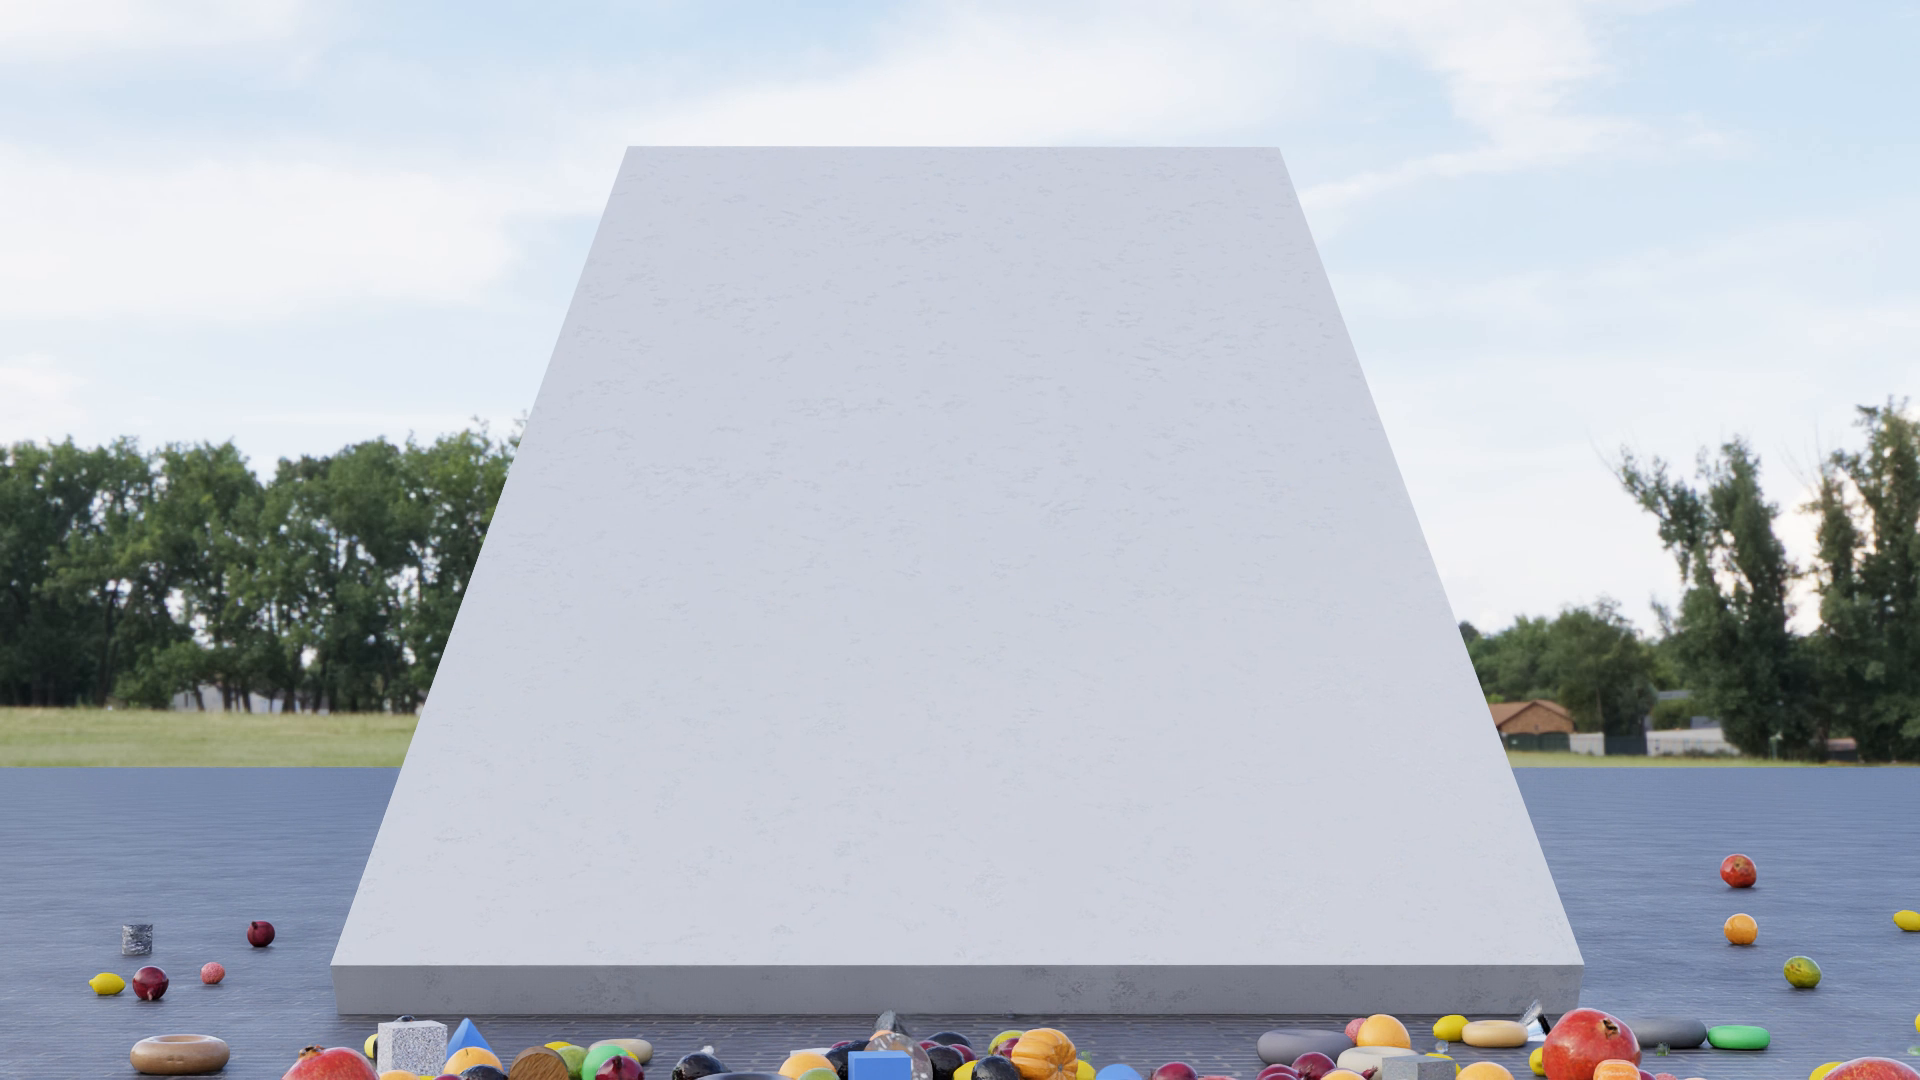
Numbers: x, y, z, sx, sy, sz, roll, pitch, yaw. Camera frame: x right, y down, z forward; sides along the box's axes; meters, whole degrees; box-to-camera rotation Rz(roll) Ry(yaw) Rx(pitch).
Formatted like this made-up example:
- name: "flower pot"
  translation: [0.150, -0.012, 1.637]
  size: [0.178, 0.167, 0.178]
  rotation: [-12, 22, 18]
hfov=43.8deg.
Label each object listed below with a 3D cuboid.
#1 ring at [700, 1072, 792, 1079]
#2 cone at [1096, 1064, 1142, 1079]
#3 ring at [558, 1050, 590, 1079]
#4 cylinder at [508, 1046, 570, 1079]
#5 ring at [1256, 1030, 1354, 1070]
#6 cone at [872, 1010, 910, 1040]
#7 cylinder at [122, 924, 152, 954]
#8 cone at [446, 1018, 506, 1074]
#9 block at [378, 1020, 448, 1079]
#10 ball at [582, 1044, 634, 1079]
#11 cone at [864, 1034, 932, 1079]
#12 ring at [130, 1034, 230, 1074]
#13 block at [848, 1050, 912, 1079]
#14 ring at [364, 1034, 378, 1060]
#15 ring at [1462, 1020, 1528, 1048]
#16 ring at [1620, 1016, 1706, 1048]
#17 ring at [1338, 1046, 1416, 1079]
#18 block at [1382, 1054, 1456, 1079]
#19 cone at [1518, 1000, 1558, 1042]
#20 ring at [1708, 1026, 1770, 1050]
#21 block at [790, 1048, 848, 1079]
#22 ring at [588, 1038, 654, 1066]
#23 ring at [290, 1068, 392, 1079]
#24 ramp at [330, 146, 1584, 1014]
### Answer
- name: "ring"
  translation: [-0.245, 0.637, 2.720]
  size: [0.141, 0.047, 0.141]
  rotation: [0, -4, 0]
- name: "cone"
  translation: [0.182, 0.656, 2.812]
  size: [0.060, 0.060, 0.060]
  rotation: [1, -32, -8]
- name: "ring"
  translation: [-0.504, 0.682, 3.102]
  size: [0.087, 0.029, 0.087]
  rotation: [1, -4, 0]
- name: "cylinder"
  translation: [-0.495, 0.633, 2.804]
  size: [0.070, 0.070, 0.070]
  rotation: [1, -5, -10]
- name: "ring"
  translation: [0.465, 0.684, 3.209]
  size: [0.133, 0.044, 0.133]
  rotation: [1, -6, 0]
- name: "cone"
  translation: [-0.090, 0.717, 3.463]
  size: [0.054, 0.054, 0.054]
  rotation: [32, -18, -22]
- name: "cylinder"
  translation: [-1.752, 0.849, 5.086]
  size: [0.061, 0.061, 0.061]
  rotation: [0, -5, 0]
- name: "cone"
  translation: [-0.631, 0.683, 3.146]
  size: [0.078, 0.078, 0.078]
  rotation: [29, -14, -15]
- name: "block"
  translation: [-0.703, 0.657, 3.064]
  size: [0.070, 0.070, 0.070]
  rotation: [3, -6, -28]
- name: "ball"
  translation: [-0.427, 0.645, 2.899]
  size: [0.063, 0.063, 0.063]
  rotation: [0, -5, 0]
- name: "cone"
  translation: [-0.091, 0.655, 2.884]
  size: [0.091, 0.091, 0.091]
  rotation: [2, -32, -23]
- name: "ring"
  translation: [-1.031, 0.680, 3.157]
  size: [0.127, 0.042, 0.127]
  rotation: [1, -5, 0]
- name: "block"
  translation: [-0.094, 0.634, 2.788]
  size: [0.066, 0.066, 0.066]
  rotation: [1, -5, -9]
- name: "ring"
  translation: [-0.772, 0.698, 3.298]
  size: [0.098, 0.033, 0.098]
  rotation: [-1, -6, 0]
- name: "ring"
  translation: [0.770, 0.711, 3.437]
  size: [0.095, 0.032, 0.095]
  rotation: [-1, -5, 0]
- name: "ring"
  translation: [1.012, 0.707, 3.437]
  size: [0.120, 0.040, 0.120]
  rotation: [0, -7, 0]
- name: "ring"
  translation: [0.540, 0.674, 3.065]
  size: [0.112, 0.037, 0.112]
  rotation: [0, -4, 0]
- name: "block"
  translation: [0.537, 0.637, 2.793]
  size: [0.060, 0.060, 0.060]
  rotation: [3, -6, -32]
- name: "cone"
  translation: [0.827, 0.717, 3.491]
  size: [0.066, 0.066, 0.066]
  rotation: [-28, -9, 7]
- name: "ring"
  translation: [1.111, 0.710, 3.408]
  size: [0.087, 0.029, 0.087]
  rotation: [0, -6, 0]
- name: "block"
  translation: [-0.172, 0.655, 2.937]
  size: [0.052, 0.052, 0.052]
  rotation: [5, -7, -41]
- name: "ring"
  translation: [-0.459, 0.693, 3.228]
  size: [0.089, 0.030, 0.089]
  rotation: [-1, -4, 0]
- name: "ring"
  translation: [-0.727, 0.647, 2.802]
  size: [0.128, 0.043, 0.128]
  rotation: [1, -5, 0]
- name: "ramp"
  translation: [-0.012, -0.222, 5.594]
  size: [2.000, 0.100, 4.000]
  rotation: [0, 28, 0]
